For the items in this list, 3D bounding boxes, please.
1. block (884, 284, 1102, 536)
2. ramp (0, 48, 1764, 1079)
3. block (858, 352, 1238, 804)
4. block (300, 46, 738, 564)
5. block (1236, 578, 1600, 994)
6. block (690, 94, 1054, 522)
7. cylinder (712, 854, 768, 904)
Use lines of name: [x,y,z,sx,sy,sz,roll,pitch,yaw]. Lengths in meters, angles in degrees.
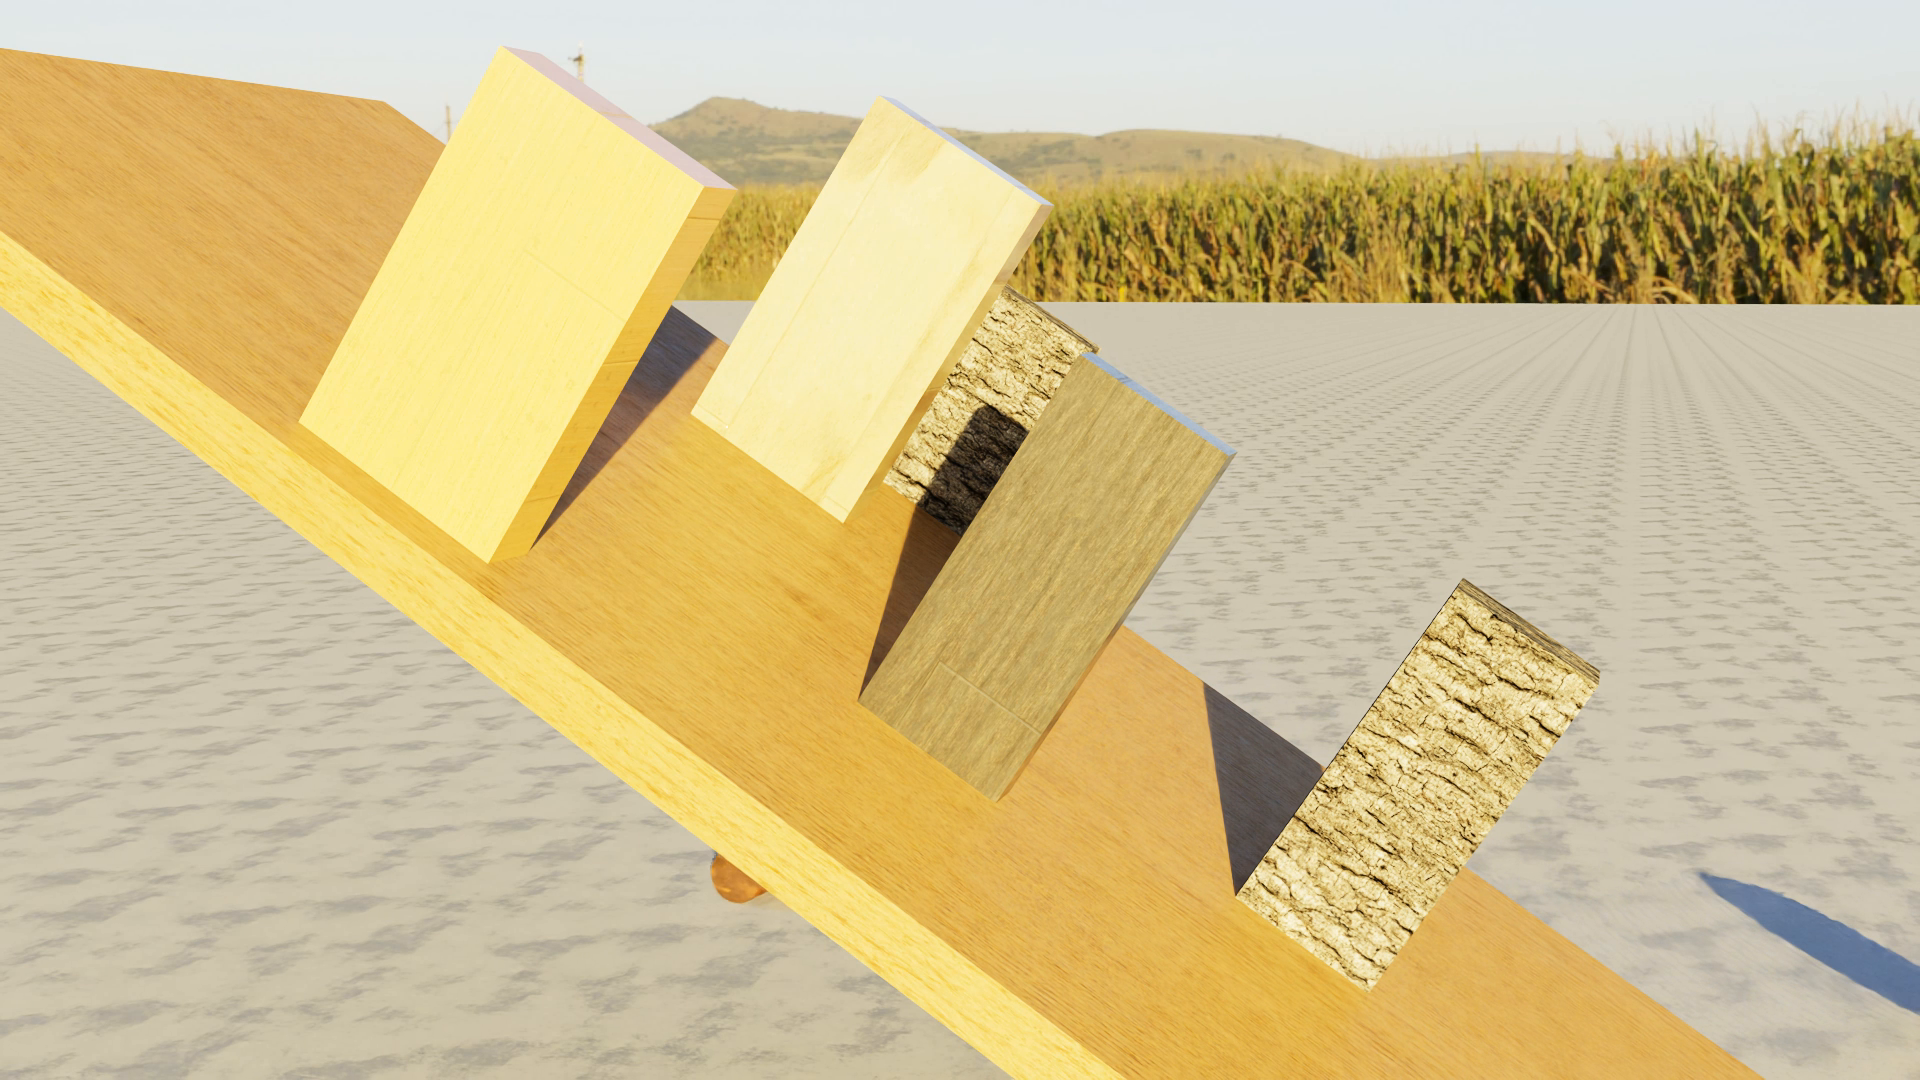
block: [0.060,-0.284,4.884,0.260,0.509,0.101,35,15,10]
ramp: [-0.130,0.218,4.101,4.000,0.100,2.000,35,15,10]
block: [0.136,0.064,3.586,0.287,0.694,0.082,35,15,10]
block: [-0.673,-0.350,3.319,0.381,0.664,0.124,35,15,10]
block: [0.790,0.425,3.812,0.279,0.670,0.144,35,15,10]
block: [-0.185,-0.465,4.471,0.399,0.762,0.105,35,15,10]
cylinder: [-0.626,0.981,6.549,0.165,0.165,0.165,3,8,25]
